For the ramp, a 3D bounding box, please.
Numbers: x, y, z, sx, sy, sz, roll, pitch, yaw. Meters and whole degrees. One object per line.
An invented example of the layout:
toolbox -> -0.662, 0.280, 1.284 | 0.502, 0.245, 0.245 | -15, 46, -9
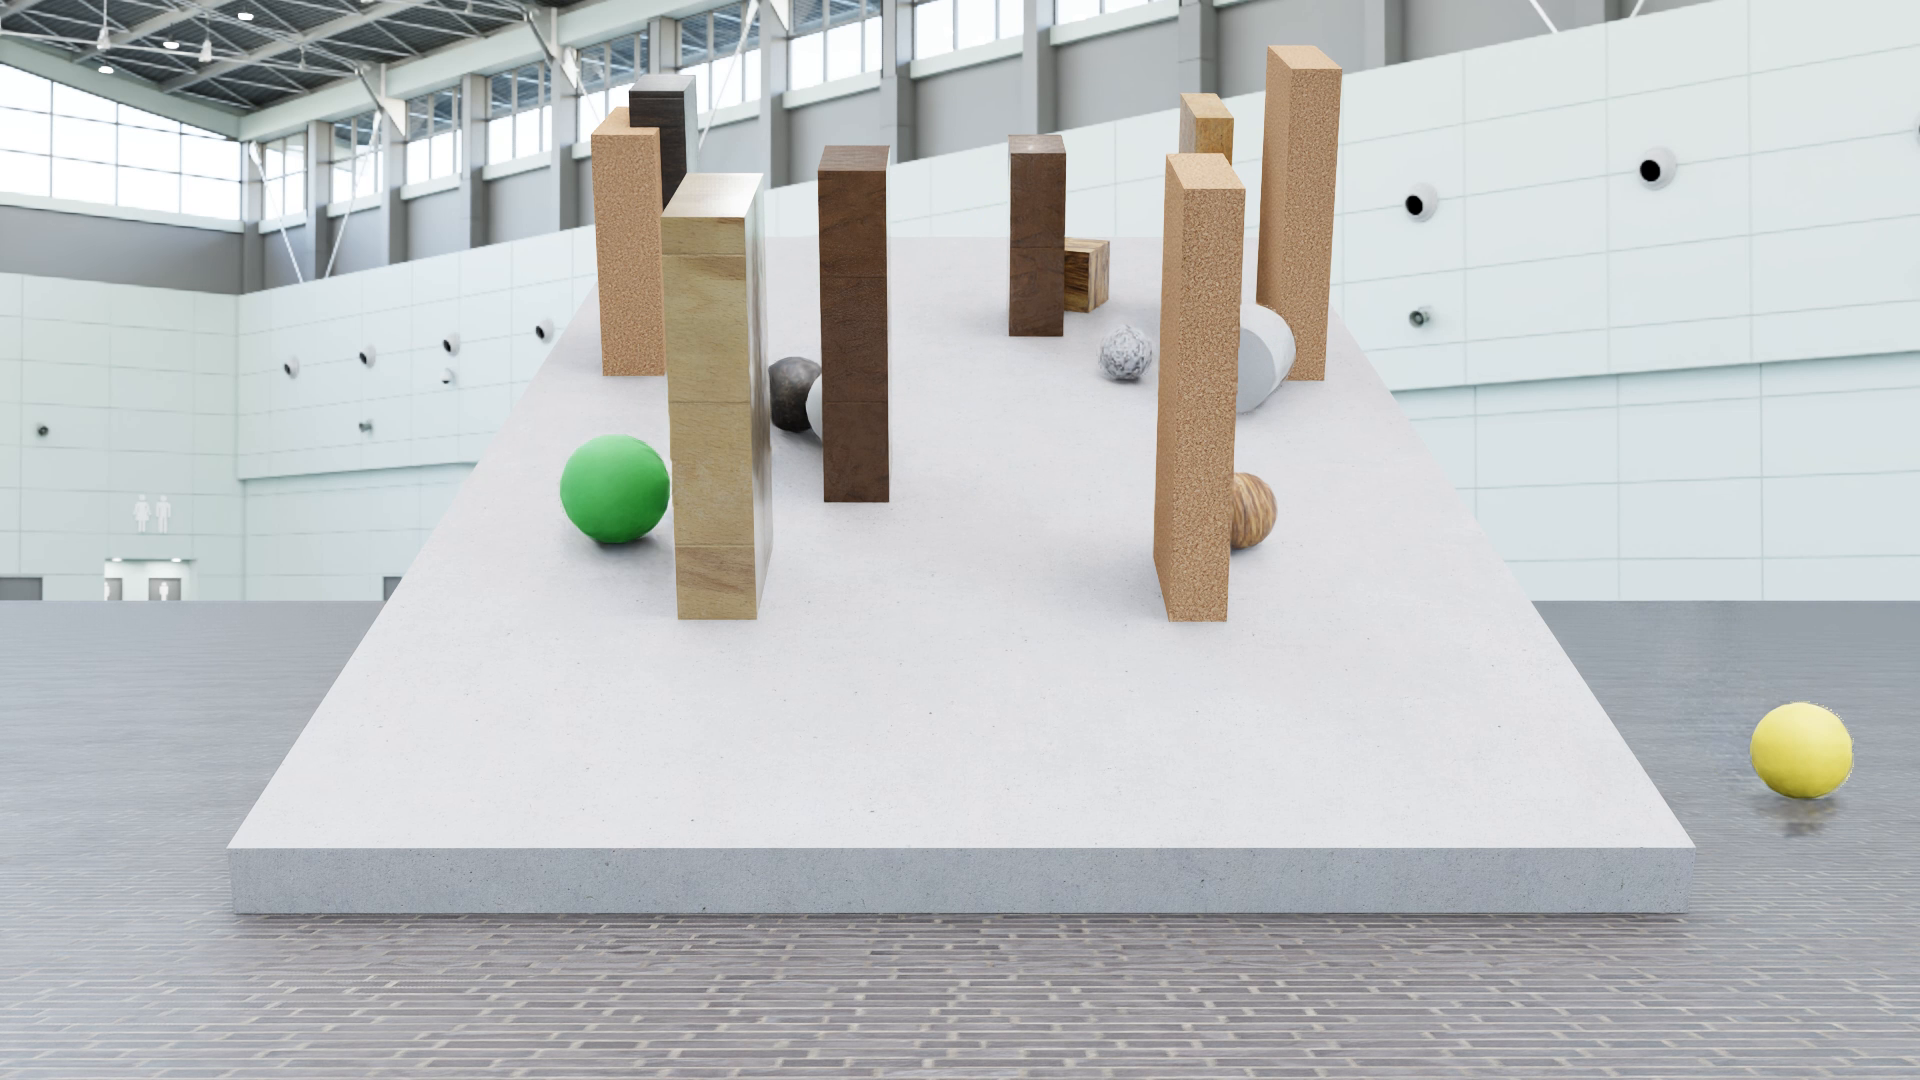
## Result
ramp -> -0.005, -0.203, 4.976 | 2.000, 0.100, 4.000 | 0, 20, 0

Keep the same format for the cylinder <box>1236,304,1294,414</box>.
cylinder -> 0.635, -0.411, 5.111 | 0.204, 0.204, 0.204 | -1, 18, 22

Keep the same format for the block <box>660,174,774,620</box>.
block -> -0.416, -0.256, 3.935 | 0.135, 0.696, 0.386 | 0, 20, 0

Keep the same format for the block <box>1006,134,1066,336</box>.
block -> 0.192, -0.778, 5.758 | 0.137, 0.463, 0.279 | 0, 20, 0

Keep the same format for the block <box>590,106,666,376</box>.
block -> -0.772, -0.728, 5.451 | 0.145, 0.570, 0.426 | 0, 20, 0

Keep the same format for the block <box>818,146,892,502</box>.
block -> -0.204, -0.431, 4.486 | 0.129, 0.657, 0.281 | 0, 20, 0

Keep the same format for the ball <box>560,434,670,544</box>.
ball -> -0.643, -0.096, 4.218 | 0.204, 0.204, 0.204 | 0, -1, 0

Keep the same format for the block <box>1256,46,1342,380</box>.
block -> 0.800, -0.785, 5.387 | 0.114, 0.725, 0.411 | 0, 20, 0

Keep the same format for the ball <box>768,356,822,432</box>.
ball -> -0.357, -0.316, 4.900 | 0.164, 0.164, 0.164 | 0, -1, 0

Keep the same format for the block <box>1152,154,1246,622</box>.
block -> 0.407, -0.266, 3.893 | 0.099, 0.744, 0.326 | 0, 20, 0

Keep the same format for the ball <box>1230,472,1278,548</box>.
ball -> 0.519, -0.055, 4.199 | 0.143, 0.143, 0.143 | 0, -1, 0

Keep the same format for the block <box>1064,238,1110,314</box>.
block -> 0.294, -0.707, 6.009 | 0.161, 0.161, 0.161 | 8, 21, 22

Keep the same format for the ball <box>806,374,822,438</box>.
ball -> -0.236, -0.282, 4.782 | 0.178, 0.178, 0.178 | 0, -1, 0

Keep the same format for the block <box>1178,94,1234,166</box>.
block -> 0.622, -0.839, 5.799 | 0.092, 0.550, 0.406 | 0, 20, 0

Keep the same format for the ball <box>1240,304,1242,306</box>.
ball -> 0.601, -0.479, 5.323 | 0.190, 0.190, 0.190 | 0, -1, 0

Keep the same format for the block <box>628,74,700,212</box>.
block -> -0.704, -0.776, 5.462 | 0.129, 0.654, 0.272 | 0, 20, 0

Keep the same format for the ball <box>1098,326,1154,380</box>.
ball -> 0.390, -0.441, 5.309 | 0.127, 0.127, 0.127 | 0, -1, 0

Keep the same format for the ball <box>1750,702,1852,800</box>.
ball -> 1.800, 0.451, 4.836 | 0.206, 0.206, 0.206 | 0, -1, 0
